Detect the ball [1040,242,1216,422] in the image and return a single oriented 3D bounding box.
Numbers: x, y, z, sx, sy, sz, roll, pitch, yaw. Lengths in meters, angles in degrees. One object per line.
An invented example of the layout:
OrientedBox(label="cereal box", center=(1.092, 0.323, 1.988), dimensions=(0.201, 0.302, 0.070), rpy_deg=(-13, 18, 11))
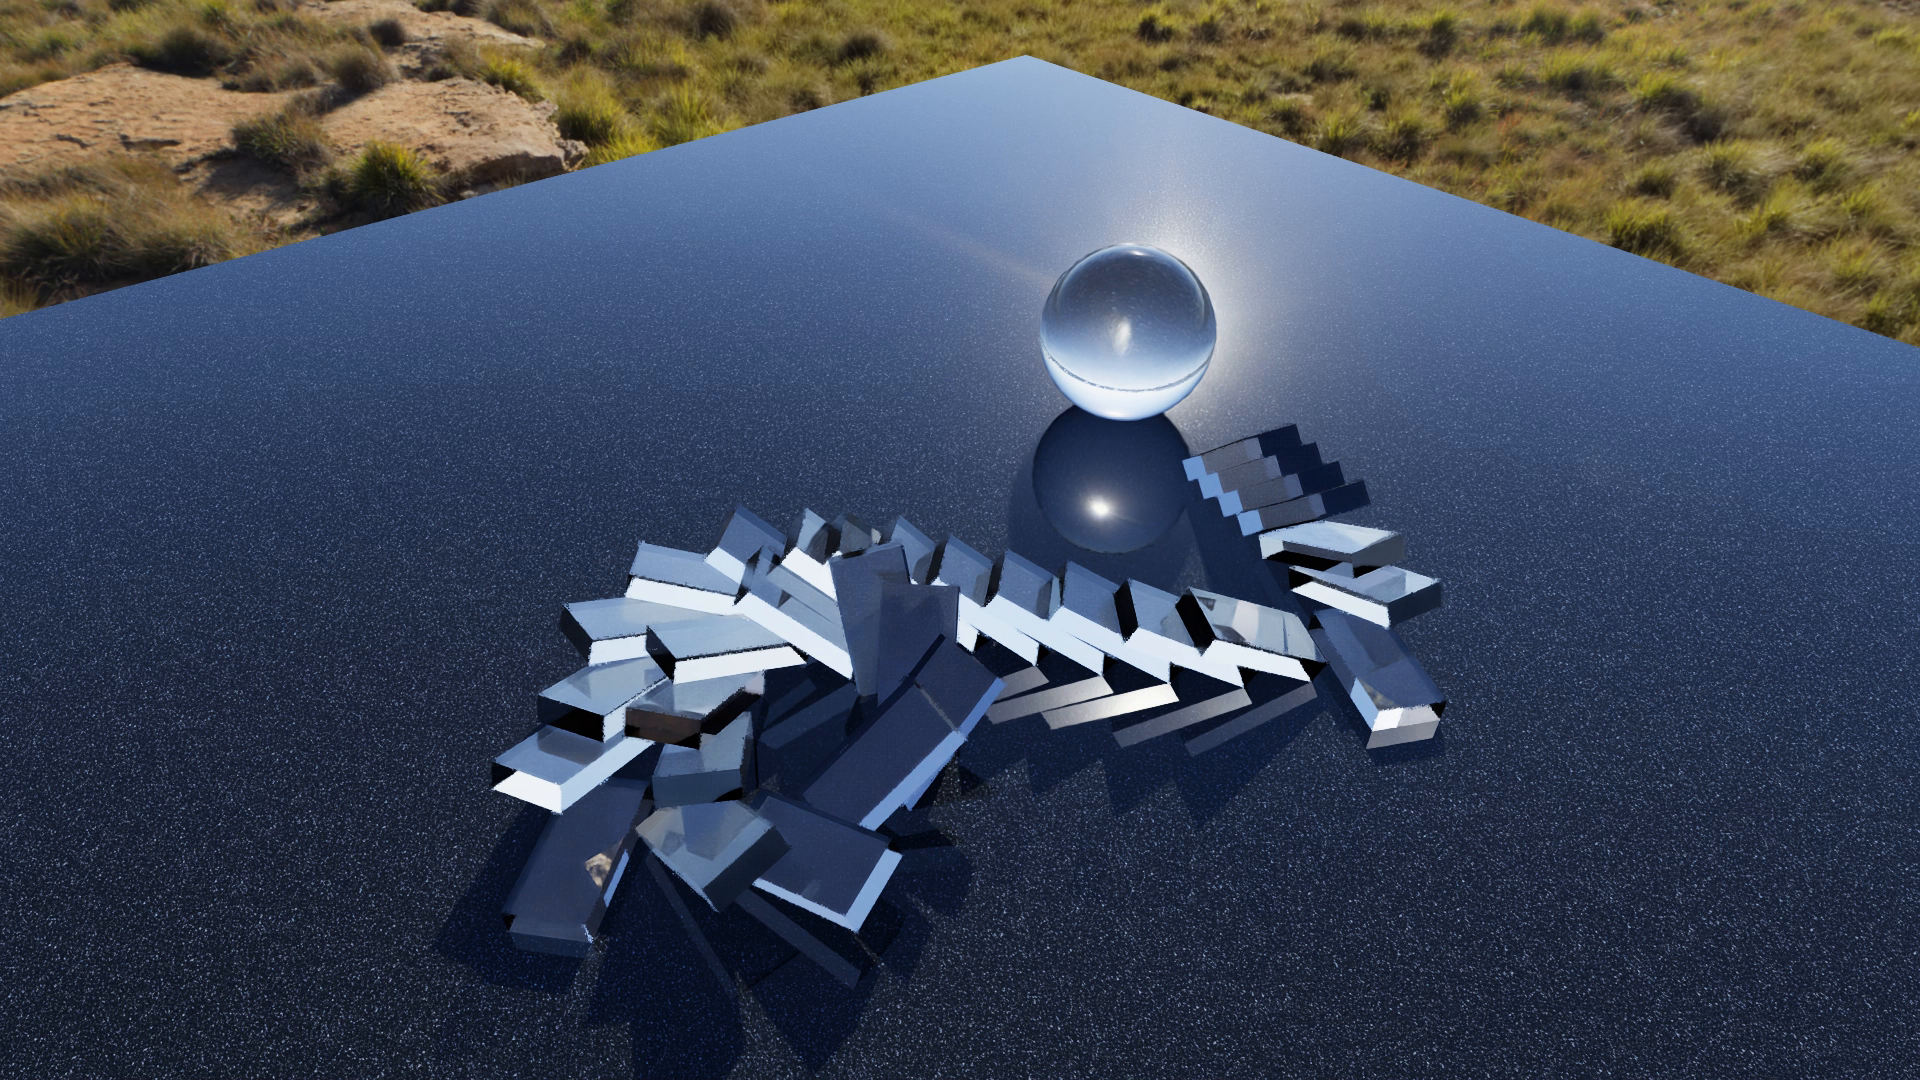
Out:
OrientedBox(label="ball", center=(0.076, -0.095, 0.503), dimensions=(0.080, 0.080, 0.080), rpy_deg=(0, 39, 0))

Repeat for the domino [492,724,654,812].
OrientedBox(label="domino", center=(-0.120, 0.066, 0.349), dimensions=(0.025, 0.009, 0.050), rpy_deg=(14, 21, 17))

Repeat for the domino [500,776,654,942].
OrientedBox(label="domino", center=(-0.113, 0.094, 0.329), dimensions=(0.025, 0.010, 0.050), rpy_deg=(5, 40, 6))

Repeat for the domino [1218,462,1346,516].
OrientedBox(label="domino", center=(0.128, -0.020, 0.443), dimensions=(0.025, 0.009, 0.050), rpy_deg=(-16, -1, -18))

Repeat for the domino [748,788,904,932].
OrientedBox(label="domino", center=(-0.044, 0.092, 0.319), dimensions=(0.050, 0.009, 0.025), rpy_deg=(11, 52, 32))

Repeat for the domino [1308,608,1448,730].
OrientedBox(label="domino", center=(0.147, 0.044, 0.390), dimensions=(0.025, 0.010, 0.050), rpy_deg=(-7, 40, -9))

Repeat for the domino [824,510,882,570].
OrientedBox(label="domino", center=(-0.026, 0.012, 0.403), dimensions=(0.050, 0.010, 0.025), rpy_deg=(35, 29, -22))

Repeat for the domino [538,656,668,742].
OrientedBox(label="domino", center=(-0.114, 0.050, 0.369), dimensions=(0.025, 0.009, 0.050), rpy_deg=(14, 20, 16))

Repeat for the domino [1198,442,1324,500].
OrientedBox(label="domino", center=(0.123, -0.028, 0.453), dimensions=(0.025, 0.010, 0.050), rpy_deg=(-16, -1, -19))

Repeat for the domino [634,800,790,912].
OrientedBox(label="domino", center=(-0.073, 0.087, 0.319), dimensions=(0.025, 0.009, 0.050), rpy_deg=(-39, 28, -26))

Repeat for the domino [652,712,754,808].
OrientedBox(label="domino", center=(-0.079, 0.068, 0.343), dimensions=(0.025, 0.010, 0.050), rpy_deg=(-5, 11, -6))

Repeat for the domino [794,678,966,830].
OrientedBox(label="domino", center=(-0.025, 0.069, 0.338), dimensions=(0.050, 0.010, 0.025), rpy_deg=(-45, 53, -1))

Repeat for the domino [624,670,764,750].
OrientedBox(label="domino", center=(-0.086, 0.053, 0.361), dimensions=(0.025, 0.010, 0.050), rpy_deg=(8, 13, 11))

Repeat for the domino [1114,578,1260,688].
OrientedBox(label="domino", center=(0.079, 0.033, 0.387), dimensions=(0.050, 0.010, 0.025), rpy_deg=(20, 36, -18))

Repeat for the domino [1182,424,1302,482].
OrientedBox(label="domino", center=(0.118, -0.036, 0.463), dimensions=(0.025, 0.009, 0.050), rpy_deg=(-16, -1, -19))

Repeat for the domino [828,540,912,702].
OrientedBox(label="domino", center=(-0.027, 0.028, 0.378), dimensions=(0.025, 0.050, 0.009), rpy_deg=(-14, 12, -13))

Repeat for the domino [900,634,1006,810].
OrientedBox(label="domino", center=(-0.011, 0.058, 0.351), dimensions=(0.025, 0.010, 0.050), rpy_deg=(35, 84, 28))

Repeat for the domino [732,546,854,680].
OrientedBox(label="domino", center=(-0.054, 0.026, 0.388), dimensions=(0.050, 0.009, 0.025), rpy_deg=(35, 32, -22))

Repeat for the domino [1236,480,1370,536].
OrientedBox(label="domino", center=(0.134, -0.012, 0.433), dimensions=(0.025, 0.009, 0.050), rpy_deg=(-16, -1, -19))

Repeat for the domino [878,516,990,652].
OrientedBox(label="domino", center=(-0.009, 0.016, 0.400), dimensions=(0.050, 0.010, 0.025), rpy_deg=(39, 36, -17))

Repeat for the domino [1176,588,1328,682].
OrientedBox(label="domino", center=(0.102, 0.033, 0.386), dimensions=(0.050, 0.009, 0.025), rpy_deg=(14, 34, -25))

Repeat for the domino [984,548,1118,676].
OrientedBox(label="domino", center=(0.034, 0.026, 0.393), dimensions=(0.050, 0.010, 0.025), rpy_deg=(29, 39, -12))

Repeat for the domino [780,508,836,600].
OrientedBox(label="domino", center=(-0.041, 0.012, 0.403), dimensions=(0.050, 0.010, 0.025), rpy_deg=(36, 28, -20))

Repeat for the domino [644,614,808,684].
OrientedBox(label="domino", center=(-0.081, 0.036, 0.384), dimensions=(0.050, 0.010, 0.025), rpy_deg=(-5, 26, -37))

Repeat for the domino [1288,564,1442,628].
OrientedBox(label="domino", center=(0.149, 0.017, 0.408), dimensions=(0.025, 0.010, 0.050), rpy_deg=(-18, 20, -21))

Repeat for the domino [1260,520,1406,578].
OrientedBox(label="domino", center=(0.142, 0.002, 0.423), dimensions=(0.025, 0.009, 0.050), rpy_deg=(-18, 15, -21))

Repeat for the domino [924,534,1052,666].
OrientedBox(label="domino", center=(0.012, 0.021, 0.396), dimensions=(0.050, 0.009, 0.025), rpy_deg=(33, 38, -15))

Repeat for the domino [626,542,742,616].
OrientedBox(label="domino", center=(-0.096, 0.016, 0.410), dimensions=(0.050, 0.010, 0.025), rpy_deg=(12, 25, -11))

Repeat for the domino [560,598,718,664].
OrientedBox(label="domino", center=(-0.112, 0.030, 0.391), dimensions=(0.050, 0.009, 0.025), rpy_deg=(-5, 30, -43))

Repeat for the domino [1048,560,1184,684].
OrientedBox(label="domino", center=(0.056, 0.029, 0.391), dimensions=(0.050, 0.009, 0.025), rpy_deg=(27, 39, -11))

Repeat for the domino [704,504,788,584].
OrientedBox(label="domino", center=(-0.067, 0.011, 0.407), dimensions=(0.050, 0.009, 0.025), rpy_deg=(36, 37, -18))

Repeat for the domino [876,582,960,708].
OrientedBox(label="domino", center=(-0.014, 0.040, 0.366), dimensions=(0.025, 0.050, 0.009), rpy_deg=(3, -3, -5))
